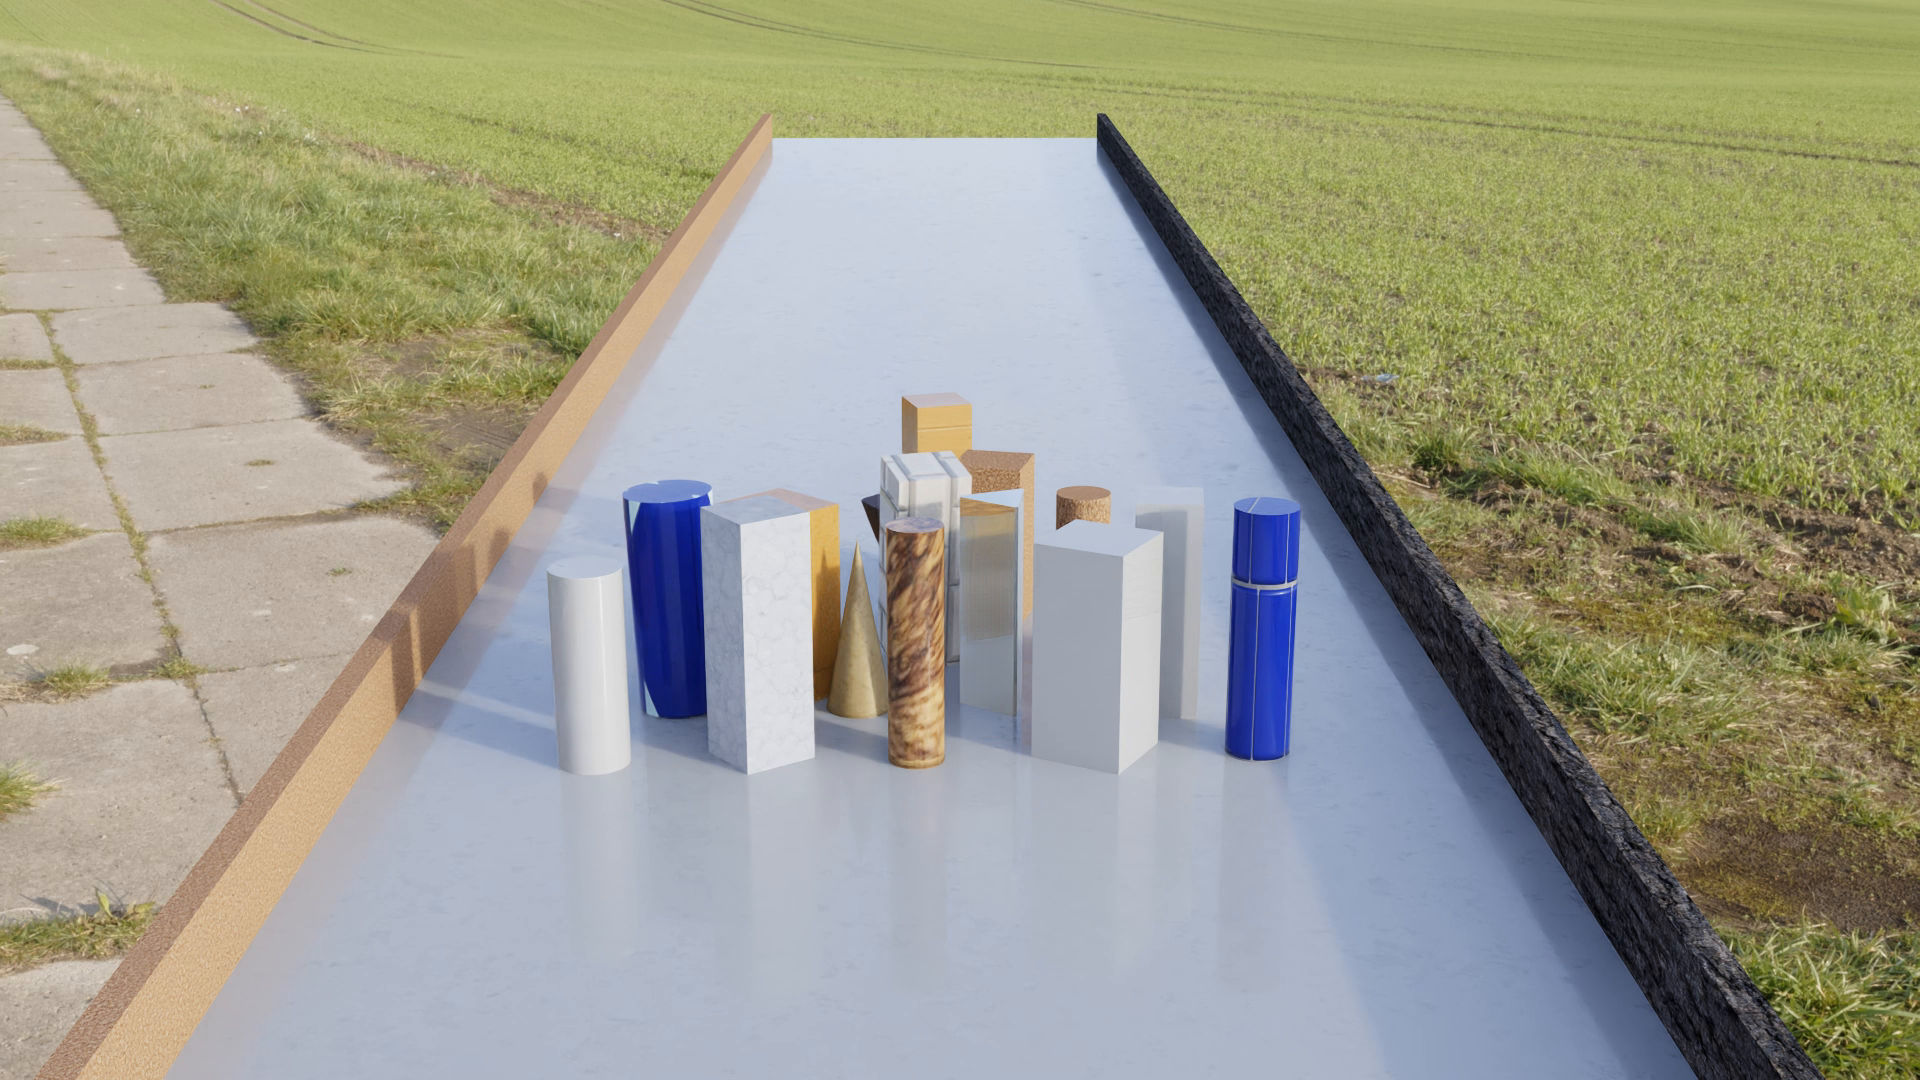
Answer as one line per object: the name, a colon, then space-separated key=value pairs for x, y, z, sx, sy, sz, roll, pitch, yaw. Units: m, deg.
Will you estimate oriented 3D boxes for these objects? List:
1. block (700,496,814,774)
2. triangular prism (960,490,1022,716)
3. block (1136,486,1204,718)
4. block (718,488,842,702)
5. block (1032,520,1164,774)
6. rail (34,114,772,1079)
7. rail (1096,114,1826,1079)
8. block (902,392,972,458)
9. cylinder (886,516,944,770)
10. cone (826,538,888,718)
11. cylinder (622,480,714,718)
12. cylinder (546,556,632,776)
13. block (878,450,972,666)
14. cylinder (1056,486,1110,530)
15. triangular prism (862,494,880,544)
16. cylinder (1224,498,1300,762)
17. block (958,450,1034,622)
block: x=-0.356 y=0.165 z=3.873 sx=0.138 sy=0.455 sz=0.138 roll=-12 pitch=20 yaw=-34
triangular prism: x=0.084 y=0.112 z=4.137 sx=0.128 sy=0.407 sz=0.111 roll=12 pitch=20 yaw=34
block: x=0.386 y=0.116 z=4.108 sx=0.123 sy=0.415 sz=0.123 roll=1 pitch=17 yaw=4
block: x=-0.345 y=0.114 z=4.181 sx=0.167 sy=0.378 sz=0.167 roll=15 pitch=22 yaw=42
block: x=0.243 y=0.187 z=3.900 sx=0.171 sy=0.399 sz=0.171 roll=9 pitch=19 yaw=27
rail: x=-1.118 y=-0.838 z=7.780 sx=0.050 sy=0.150 sz=12.000 roll=0 pitch=17 yaw=-1
rail: x=0.932 y=-0.844 z=7.801 sx=0.050 sy=0.150 sz=12.000 roll=0 pitch=17 yaw=-1
block: x=-0.051 y=-0.106 z=4.854 sx=0.123 sy=0.416 sz=0.123 roll=-5 pitch=17 yaw=-17
cylinder: x=-0.077 y=0.182 z=3.855 sx=0.101 sy=0.433 sz=0.101 roll=0 pitch=17 yaw=0
cone: x=-0.190 y=0.156 z=4.117 sx=0.125 sy=0.334 sz=0.125 roll=0 pitch=17 yaw=0
cylinder: x=-0.532 y=0.109 z=4.119 sx=0.165 sy=0.416 sz=0.165 roll=-2 pitch=16 yaw=1
cylinder: x=-0.649 y=0.220 z=3.855 sx=0.130 sy=0.361 sz=0.130 roll=0 pitch=17 yaw=0
block: x=-0.073 y=0.041 z=4.357 sx=0.144 sy=0.403 sz=0.144 roll=-5 pitch=24 yaw=-16
cylinder: x=0.243 y=0.073 z=4.377 sx=0.108 sy=0.345 sz=0.108 roll=0 pitch=17 yaw=0
triangular prism: x=-0.086 y=0.041 z=4.514 sx=0.095 sy=0.312 sz=0.110 roll=-30 pitch=27 yaw=-19
cylinder: x=0.534 y=0.160 z=3.889 sx=0.116 sy=0.456 sz=0.116 roll=0 pitch=17 yaw=0
block: x=0.069 y=-0.003 z=4.638 sx=0.146 sy=0.342 sz=0.146 roll=4 pitch=17 yaw=13
